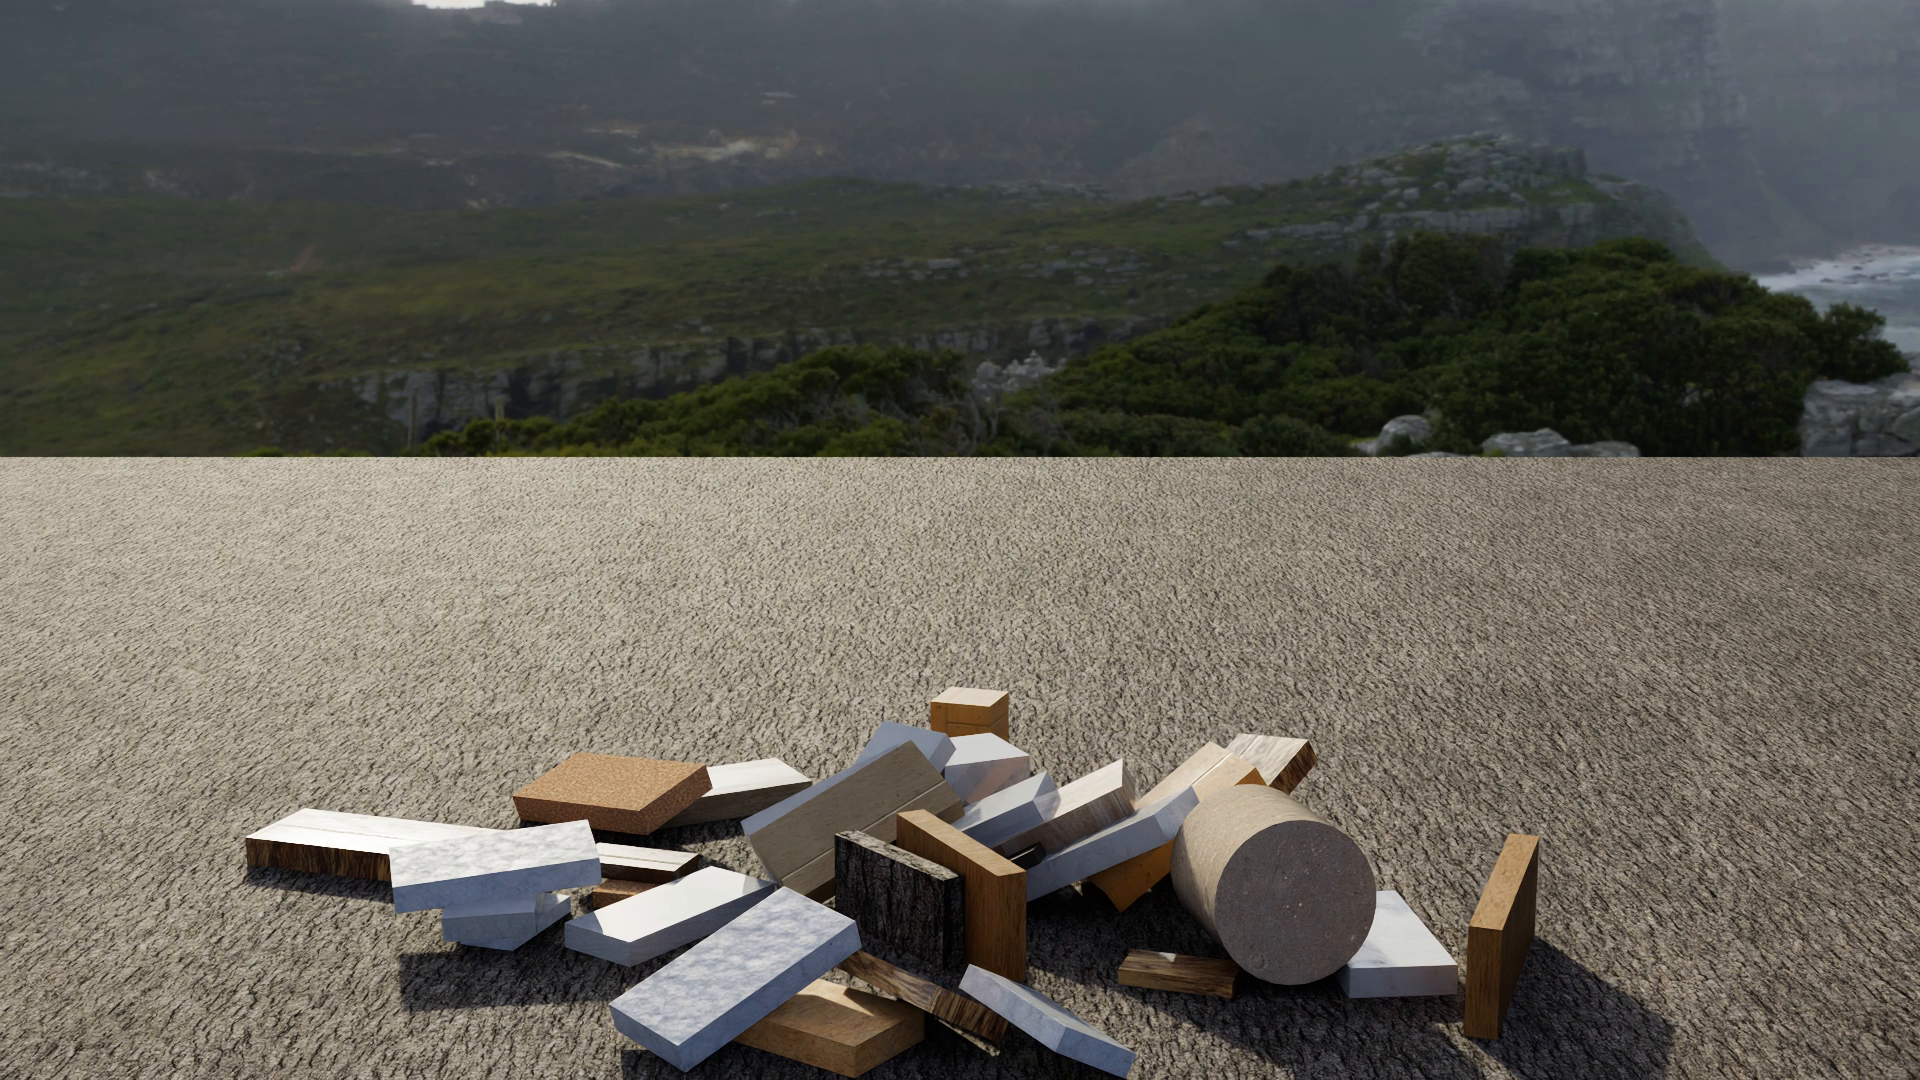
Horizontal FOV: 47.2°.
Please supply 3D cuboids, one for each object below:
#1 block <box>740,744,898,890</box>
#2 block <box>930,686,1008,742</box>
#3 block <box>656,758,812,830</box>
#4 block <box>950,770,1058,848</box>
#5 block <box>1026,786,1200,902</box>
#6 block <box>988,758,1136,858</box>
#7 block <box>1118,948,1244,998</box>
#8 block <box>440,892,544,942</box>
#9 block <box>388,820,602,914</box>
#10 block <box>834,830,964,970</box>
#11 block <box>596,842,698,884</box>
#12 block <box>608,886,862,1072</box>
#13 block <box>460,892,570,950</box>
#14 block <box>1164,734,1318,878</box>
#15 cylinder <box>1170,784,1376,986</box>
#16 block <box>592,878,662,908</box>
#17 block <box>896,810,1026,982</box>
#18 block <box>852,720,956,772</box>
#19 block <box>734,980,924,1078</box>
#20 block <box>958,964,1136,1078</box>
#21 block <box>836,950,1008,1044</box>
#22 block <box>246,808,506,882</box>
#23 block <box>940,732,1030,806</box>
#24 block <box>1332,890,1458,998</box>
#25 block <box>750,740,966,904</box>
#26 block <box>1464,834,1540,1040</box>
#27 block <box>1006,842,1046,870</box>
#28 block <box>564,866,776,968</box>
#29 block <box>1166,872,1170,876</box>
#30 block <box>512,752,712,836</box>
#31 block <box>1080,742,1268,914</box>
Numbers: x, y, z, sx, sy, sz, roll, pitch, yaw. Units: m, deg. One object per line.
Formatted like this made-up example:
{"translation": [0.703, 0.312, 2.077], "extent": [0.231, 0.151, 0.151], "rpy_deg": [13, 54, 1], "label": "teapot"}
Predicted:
{"translation": [-0.203, 0.473, 3.711], "extent": [0.298, 0.042, 0.149], "rpy_deg": [-25, 48, -13], "label": "block"}
{"translation": [0.020, 0.378, 4.466], "extent": [0.125, 0.125, 0.125], "rpy_deg": [4, 11, 19], "label": "block"}
{"translation": [-0.472, 0.478, 4.139], "extent": [0.346, 0.049, 0.173], "rpy_deg": [-5, 12, -27], "label": "block"}
{"translation": [0.015, 0.489, 3.709], "extent": [0.298, 0.042, 0.149], "rpy_deg": [-26, 7, 16], "label": "block"}
{"translation": [0.214, 0.503, 3.558], "extent": [0.342, 0.048, 0.171], "rpy_deg": [-28, -3, 28], "label": "block"}
{"translation": [0.130, 0.483, 3.685], "extent": [0.342, 0.048, 0.171], "rpy_deg": [-27, 7, 8], "label": "block"}
{"translation": [0.331, 0.648, 3.290], "extent": [0.172, 0.024, 0.086], "rpy_deg": [3, 11, 18], "label": "block"}
{"translation": [-0.740, 0.558, 3.526], "extent": [0.142, 0.040, 0.283], "rpy_deg": [-3, 16, -5], "label": "block"}
{"translation": [-0.743, 0.519, 3.507], "extent": [0.319, 0.045, 0.159], "rpy_deg": [-6, 17, -15], "label": "block"}
{"translation": [-0.098, 0.560, 3.444], "extent": [0.040, 0.142, 0.283], "rpy_deg": [-8, 13, -37], "label": "block"}
{"translation": [-0.544, 0.545, 3.696], "extent": [0.186, 0.026, 0.093], "rpy_deg": [4, 11, 18], "label": "block"}
{"translation": [-0.314, 0.614, 3.100], "extent": [0.324, 0.046, 0.162], "rpy_deg": [-30, 31, -35], "label": "block"}
{"translation": [-0.708, 0.606, 3.511], "extent": [0.093, 0.026, 0.186], "rpy_deg": [4, 11, 18], "label": "block"}
{"translation": [0.458, 0.458, 3.777], "extent": [0.162, 0.046, 0.324], "rpy_deg": [0, 36, 51], "label": "block"}
{"translation": [0.471, 0.518, 3.335], "extent": [0.247, 0.247, 0.247], "rpy_deg": [-2, 6, -9], "label": "cylinder"}
{"translation": [-0.534, 0.574, 3.682], "extent": [0.093, 0.026, 0.186], "rpy_deg": [3, 11, 14], "label": "block"}
{"translation": [-0.002, 0.550, 3.417], "extent": [0.048, 0.171, 0.342], "rpy_deg": [-5, 12, -27], "label": "block"}
{"translation": [-0.147, 0.451, 3.813], "extent": [0.149, 0.042, 0.298], "rpy_deg": [8, 52, 41], "label": "block"}
{"translation": [-0.238, 0.671, 3.112], "extent": [0.349, 0.045, 0.159], "rpy_deg": [7, 13, 35], "label": "block"}
{"translation": [0.118, 0.661, 3.029], "extent": [0.128, 0.036, 0.256], "rpy_deg": [28, -5, -31], "label": "block"}
{"translation": [-0.056, 0.637, 3.100], "extent": [0.128, 0.036, 0.257], "rpy_deg": [31, -12, -32], "label": "block"}
{"translation": [-0.968, 0.538, 3.813], "extent": [0.508, 0.049, 0.173], "rpy_deg": [3, 11, 18], "label": "block"}
{"translation": [0.015, 0.454, 3.950], "extent": [0.164, 0.164, 0.164], "rpy_deg": [-5, 11, -24], "label": "block"}
{"translation": [0.637, 0.619, 3.388], "extent": [0.162, 0.046, 0.324], "rpy_deg": [-1, 11, -5], "label": "block"}
{"translation": [-0.170, 0.473, 3.644], "extent": [0.319, 0.045, 0.159], "rpy_deg": [-30, 49, -16], "label": "block"}
{"translation": [0.809, 0.581, 3.273], "extent": [0.046, 0.162, 0.441], "rpy_deg": [4, 11, 21], "label": "block"}
{"translation": [0.054, 0.543, 3.567], "extent": [0.172, 0.024, 0.086], "rpy_deg": [-27, -3, 10], "label": "block"}
{"translation": [-0.459, 0.598, 3.515], "extent": [0.142, 0.040, 0.334], "rpy_deg": [8, 13, 36], "label": "block"}
{"translation": [0.347, 0.523, 3.676], "extent": [0.172, 0.024, 0.086], "rpy_deg": [-20, 28, 28], "label": "block"}
{"translation": [-0.635, 0.460, 4.009], "extent": [0.346, 0.049, 0.173], "rpy_deg": [0, 23, 40], "label": "block"}
{"translation": [0.344, 0.476, 3.670], "extent": [0.324, 0.046, 0.162], "rpy_deg": [-38, 22, -10], "label": "block"}
